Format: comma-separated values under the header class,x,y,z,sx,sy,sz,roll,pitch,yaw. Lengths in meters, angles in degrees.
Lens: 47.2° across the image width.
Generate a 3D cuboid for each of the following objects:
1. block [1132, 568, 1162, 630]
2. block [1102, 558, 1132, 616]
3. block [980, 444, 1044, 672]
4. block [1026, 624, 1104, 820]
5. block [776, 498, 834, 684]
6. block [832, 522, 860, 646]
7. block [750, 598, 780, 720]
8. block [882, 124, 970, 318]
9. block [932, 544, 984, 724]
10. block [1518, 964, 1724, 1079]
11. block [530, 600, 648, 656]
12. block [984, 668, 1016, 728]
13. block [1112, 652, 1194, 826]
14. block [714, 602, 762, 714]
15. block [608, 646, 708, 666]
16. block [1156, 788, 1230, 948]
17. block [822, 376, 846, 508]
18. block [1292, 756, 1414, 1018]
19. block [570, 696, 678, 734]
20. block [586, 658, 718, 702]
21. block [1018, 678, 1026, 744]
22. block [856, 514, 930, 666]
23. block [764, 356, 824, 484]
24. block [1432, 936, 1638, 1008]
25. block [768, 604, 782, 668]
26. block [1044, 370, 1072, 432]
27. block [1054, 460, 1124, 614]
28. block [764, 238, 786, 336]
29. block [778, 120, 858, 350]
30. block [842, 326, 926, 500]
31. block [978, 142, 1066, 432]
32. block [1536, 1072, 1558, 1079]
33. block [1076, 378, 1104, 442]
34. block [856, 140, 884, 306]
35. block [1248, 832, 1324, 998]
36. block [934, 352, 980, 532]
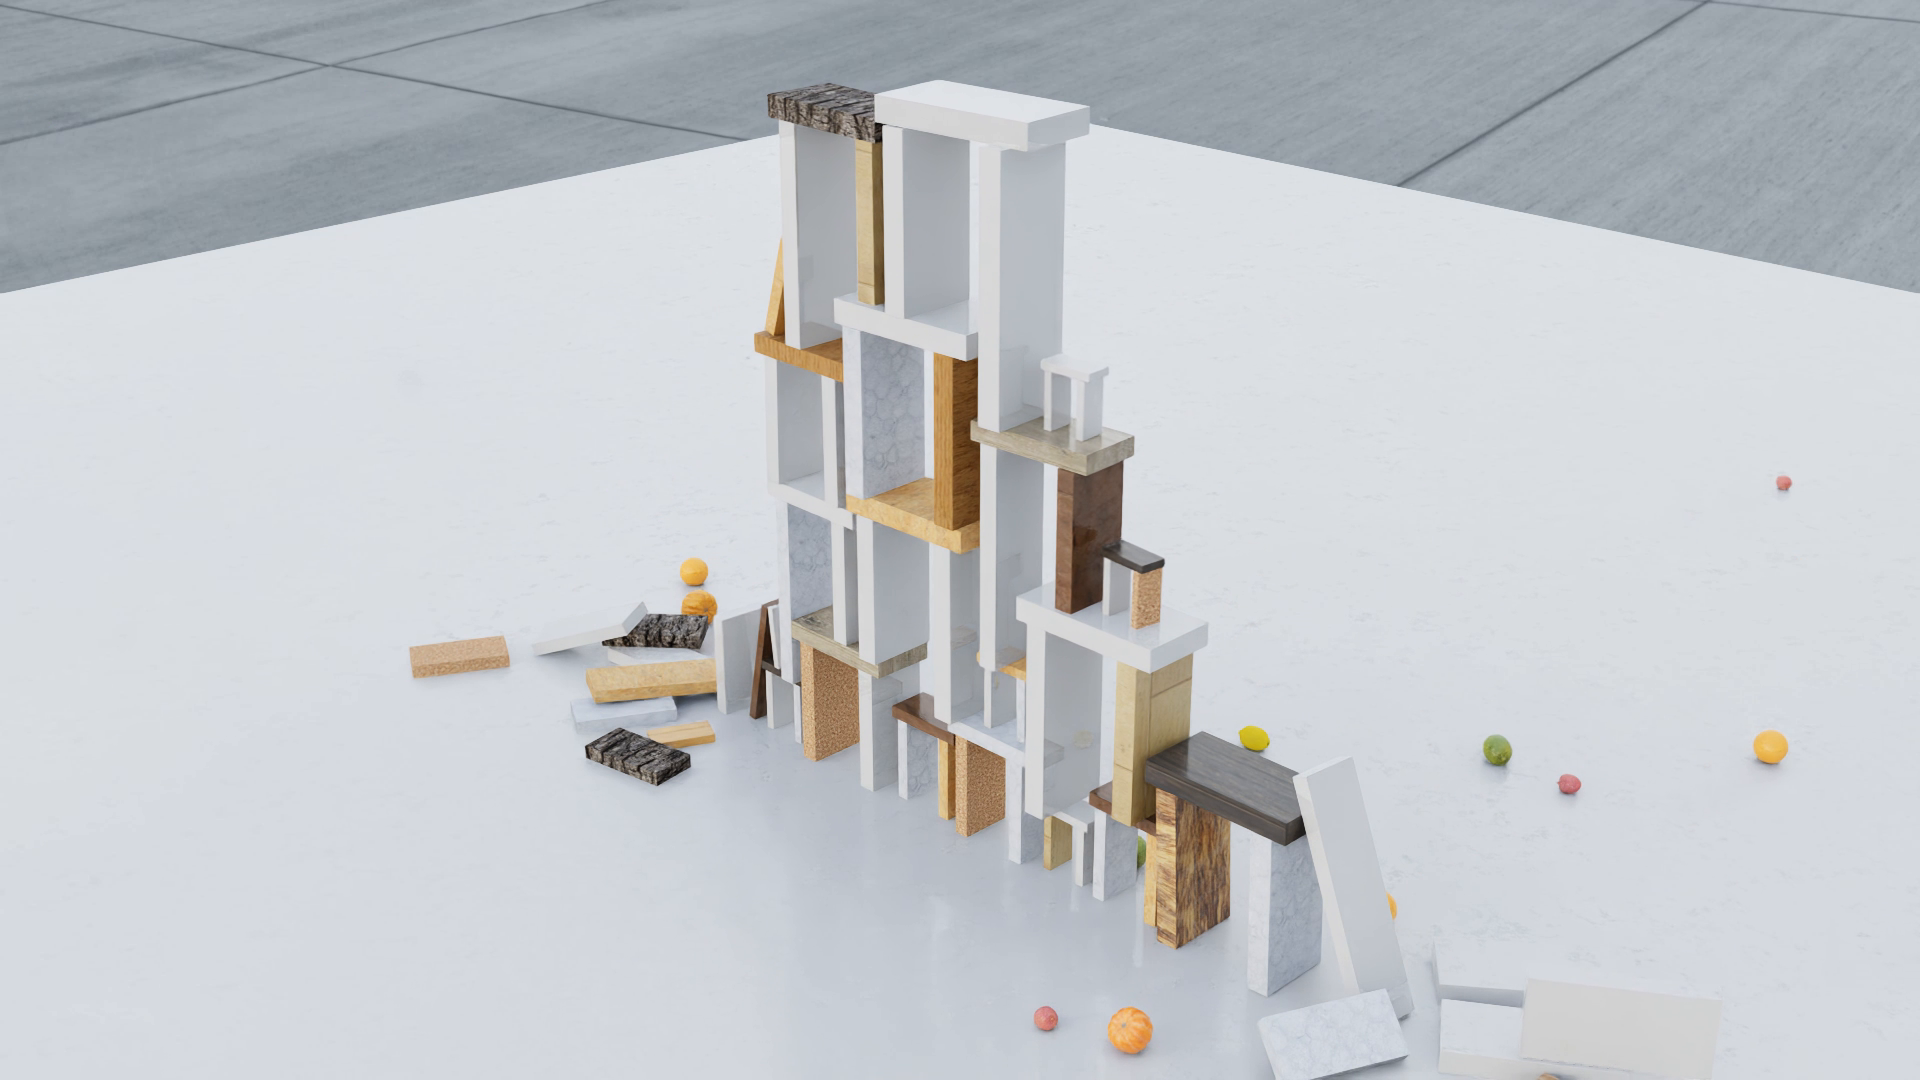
class,x,y,z,sx,sy,sz,roll,pitch,yaw
block,0.331,0.100,3.893,0.055,0.110,0.016,-16,28,-33
block,0.282,0.077,3.947,0.055,0.110,0.016,-19,30,-38
block,0.097,0.017,4.110,0.038,0.449,0.135,19,30,38
block,0.196,0.319,4.139,0.160,0.394,0.045,-21,31,-40
block,-0.318,0.091,4.614,0.131,0.414,0.037,-21,31,-40
block,-0.197,0.071,4.467,0.131,0.263,0.037,-21,31,-40
block,-0.413,0.257,4.783,0.067,0.292,0.019,-21,42,-40
block,-0.060,-0.595,4.023,0.049,0.348,0.174,20,30,39
block,0.020,0.161,4.266,0.044,0.370,0.156,21,31,40
block,1.077,0.788,3.596,0.304,0.152,0.043,5,22,11
block,-0.860,0.204,5.103,0.267,0.031,0.109,-13,22,28
block,0.078,0.292,4.258,0.068,0.135,0.019,-19,30,-38
block,0.349,0.344,3.985,0.045,0.320,0.160,21,31,40
block,-0.481,0.261,4.851,0.115,0.230,0.033,-18,29,-36
block,-0.692,0.275,5.071,0.229,0.033,0.115,18,29,36
block,0.427,0.572,4.010,0.157,0.313,0.044,-21,28,-40
block,-0.207,-0.209,4.353,0.134,0.268,0.038,-21,30,-40
block,0.676,0.608,3.773,0.117,0.458,0.033,-18,5,-35
block,-0.740,0.376,4.836,0.218,0.031,0.109,-7,24,-15
block,-0.552,0.304,4.944,0.561,0.029,0.103,-4,26,-21
block,0.140,0.316,4.201,0.067,0.135,0.019,-21,30,-40
block,-0.132,0.078,4.388,0.044,0.312,0.156,21,31,40
block,-0.331,-0.259,4.469,0.134,0.268,0.038,-21,32,-40
block,1.017,0.772,3.885,0.347,0.043,0.152,3,23,7
block,-0.370,0.202,4.707,0.068,0.135,0.019,-14,17,-29
block,0.175,-0.256,3.937,0.016,0.112,0.056,19,30,39
block,0.233,-0.015,3.957,0.038,0.271,0.135,21,31,40
block,-0.323,-0.511,4.356,0.104,0.207,0.029,-21,47,-40
block,-0.272,-0.603,4.271,0.153,0.445,0.043,-21,31,-40
block,-0.145,-0.264,4.245,0.048,0.339,0.170,20,30,40
block,0.109,-0.457,3.904,0.049,0.509,0.174,19,30,38
block,1.001,0.939,3.506,0.117,0.033,0.233,-20,30,-40
block,0.230,-0.235,3.889,0.016,0.112,0.056,19,30,37
block,-0.121,-0.605,4.100,0.043,0.307,0.153,21,31,40
block,0.575,0.631,3.872,0.157,0.313,0.044,-21,29,-40
block,0.028,-0.203,4.103,0.048,0.339,0.170,20,30,39
